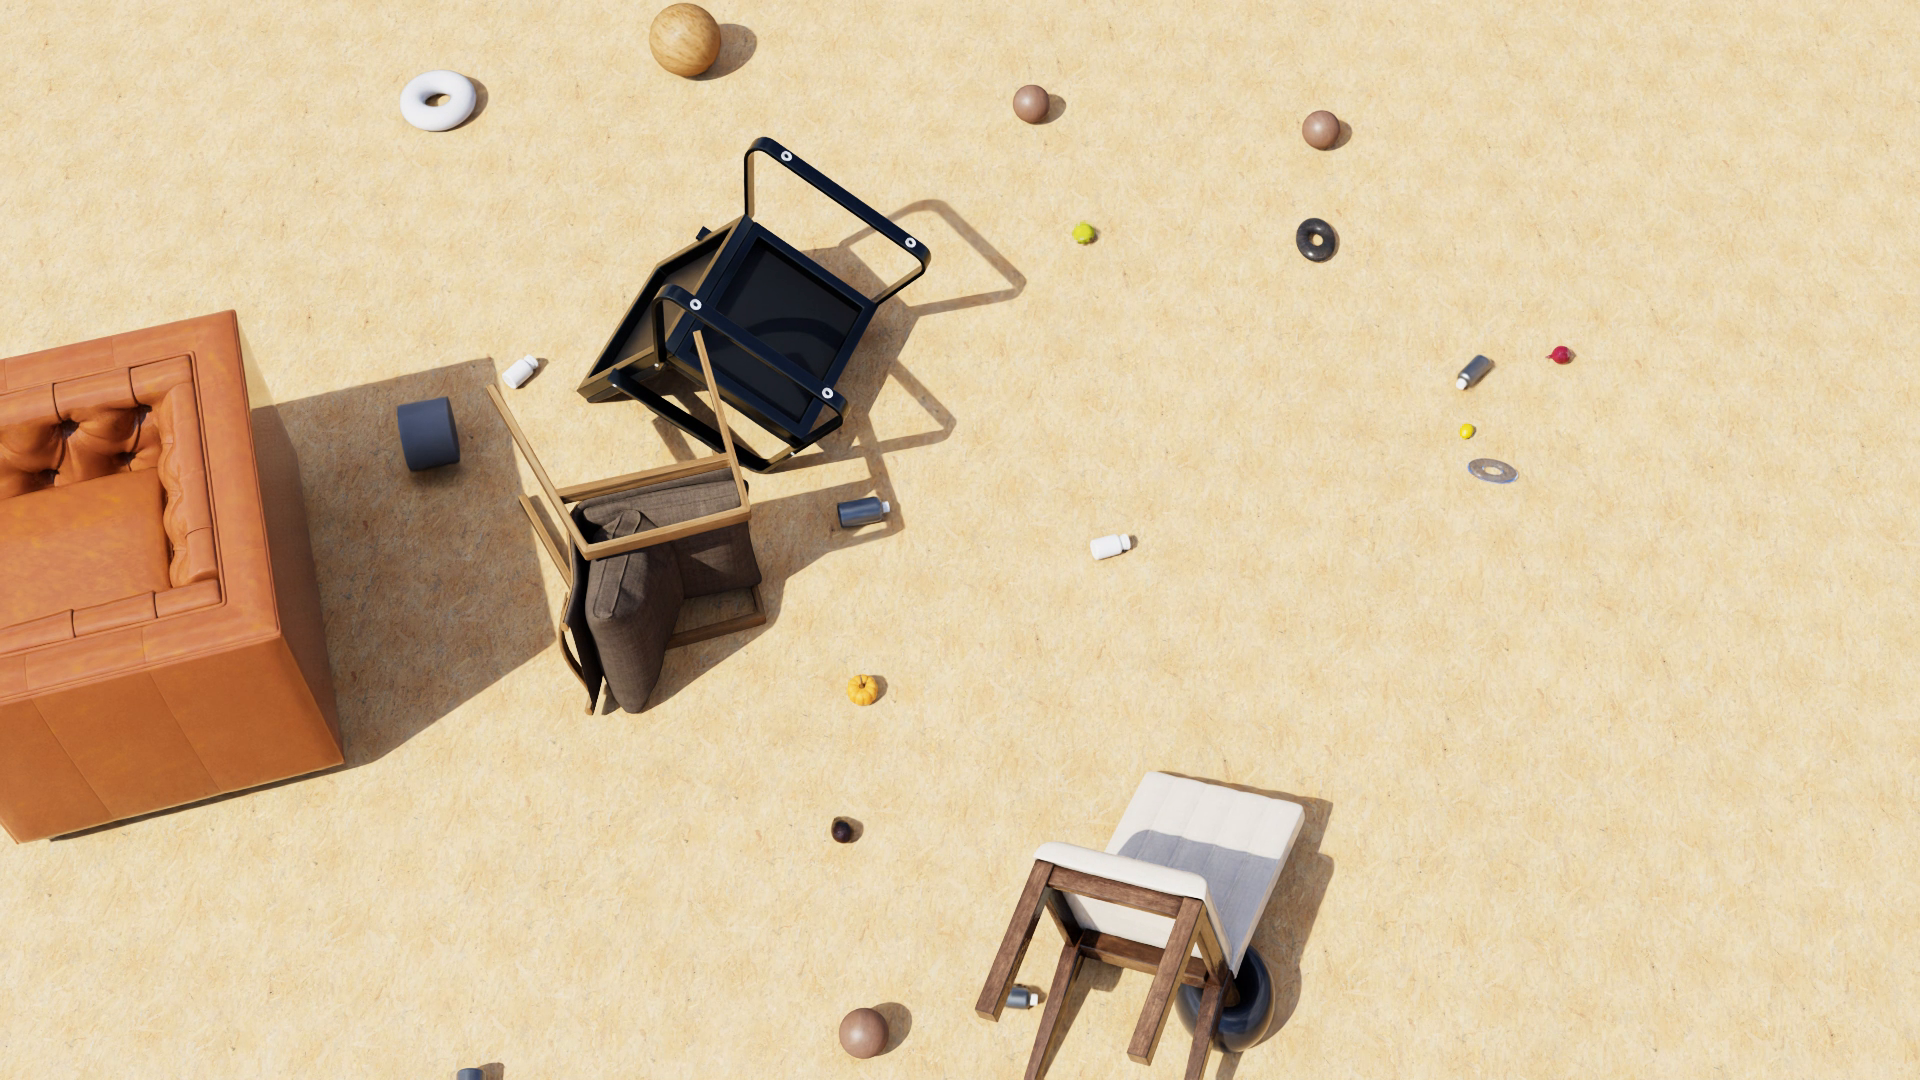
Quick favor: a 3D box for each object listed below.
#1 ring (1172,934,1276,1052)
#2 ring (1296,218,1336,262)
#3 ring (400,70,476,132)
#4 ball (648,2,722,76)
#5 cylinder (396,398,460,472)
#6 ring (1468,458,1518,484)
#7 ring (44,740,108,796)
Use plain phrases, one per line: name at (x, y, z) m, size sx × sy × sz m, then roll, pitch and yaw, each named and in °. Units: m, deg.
ring at (0.682, 1.171, 5.687) m, size 0.265 × 0.169 × 0.311 m, roll -5°, pitch 54°, yaw -6°
ring at (1.166, -0.985, 7.209) m, size 0.132 × 0.044 × 0.184 m, roll 2°, pitch 55°, yaw 0°
ring at (-1.791, -1.508, 7.541) m, size 0.258 × 0.077 × 0.265 m, roll 32°, pitch 63°, yaw 19°
ball at (-0.948, -1.725, 7.582) m, size 0.249 × 0.249 × 0.249 m, roll 0°, pitch 56°, yaw 0°
cylinder at (-1.611, -0.321, 6.671) m, size 0.149 × 0.197 × 0.205 m, roll -11°, pitch 49°, yaw -7°
ring at (1.622, -0.211, 6.701) m, size 0.156 × 0.024 × 0.088 m, roll 13°, pitch 56°, yaw 9°
ring at (-2.460, 0.636, 6.115) m, size 0.176 × 0.055 × 0.171 m, roll -31°, pitch 61°, yaw -20°
